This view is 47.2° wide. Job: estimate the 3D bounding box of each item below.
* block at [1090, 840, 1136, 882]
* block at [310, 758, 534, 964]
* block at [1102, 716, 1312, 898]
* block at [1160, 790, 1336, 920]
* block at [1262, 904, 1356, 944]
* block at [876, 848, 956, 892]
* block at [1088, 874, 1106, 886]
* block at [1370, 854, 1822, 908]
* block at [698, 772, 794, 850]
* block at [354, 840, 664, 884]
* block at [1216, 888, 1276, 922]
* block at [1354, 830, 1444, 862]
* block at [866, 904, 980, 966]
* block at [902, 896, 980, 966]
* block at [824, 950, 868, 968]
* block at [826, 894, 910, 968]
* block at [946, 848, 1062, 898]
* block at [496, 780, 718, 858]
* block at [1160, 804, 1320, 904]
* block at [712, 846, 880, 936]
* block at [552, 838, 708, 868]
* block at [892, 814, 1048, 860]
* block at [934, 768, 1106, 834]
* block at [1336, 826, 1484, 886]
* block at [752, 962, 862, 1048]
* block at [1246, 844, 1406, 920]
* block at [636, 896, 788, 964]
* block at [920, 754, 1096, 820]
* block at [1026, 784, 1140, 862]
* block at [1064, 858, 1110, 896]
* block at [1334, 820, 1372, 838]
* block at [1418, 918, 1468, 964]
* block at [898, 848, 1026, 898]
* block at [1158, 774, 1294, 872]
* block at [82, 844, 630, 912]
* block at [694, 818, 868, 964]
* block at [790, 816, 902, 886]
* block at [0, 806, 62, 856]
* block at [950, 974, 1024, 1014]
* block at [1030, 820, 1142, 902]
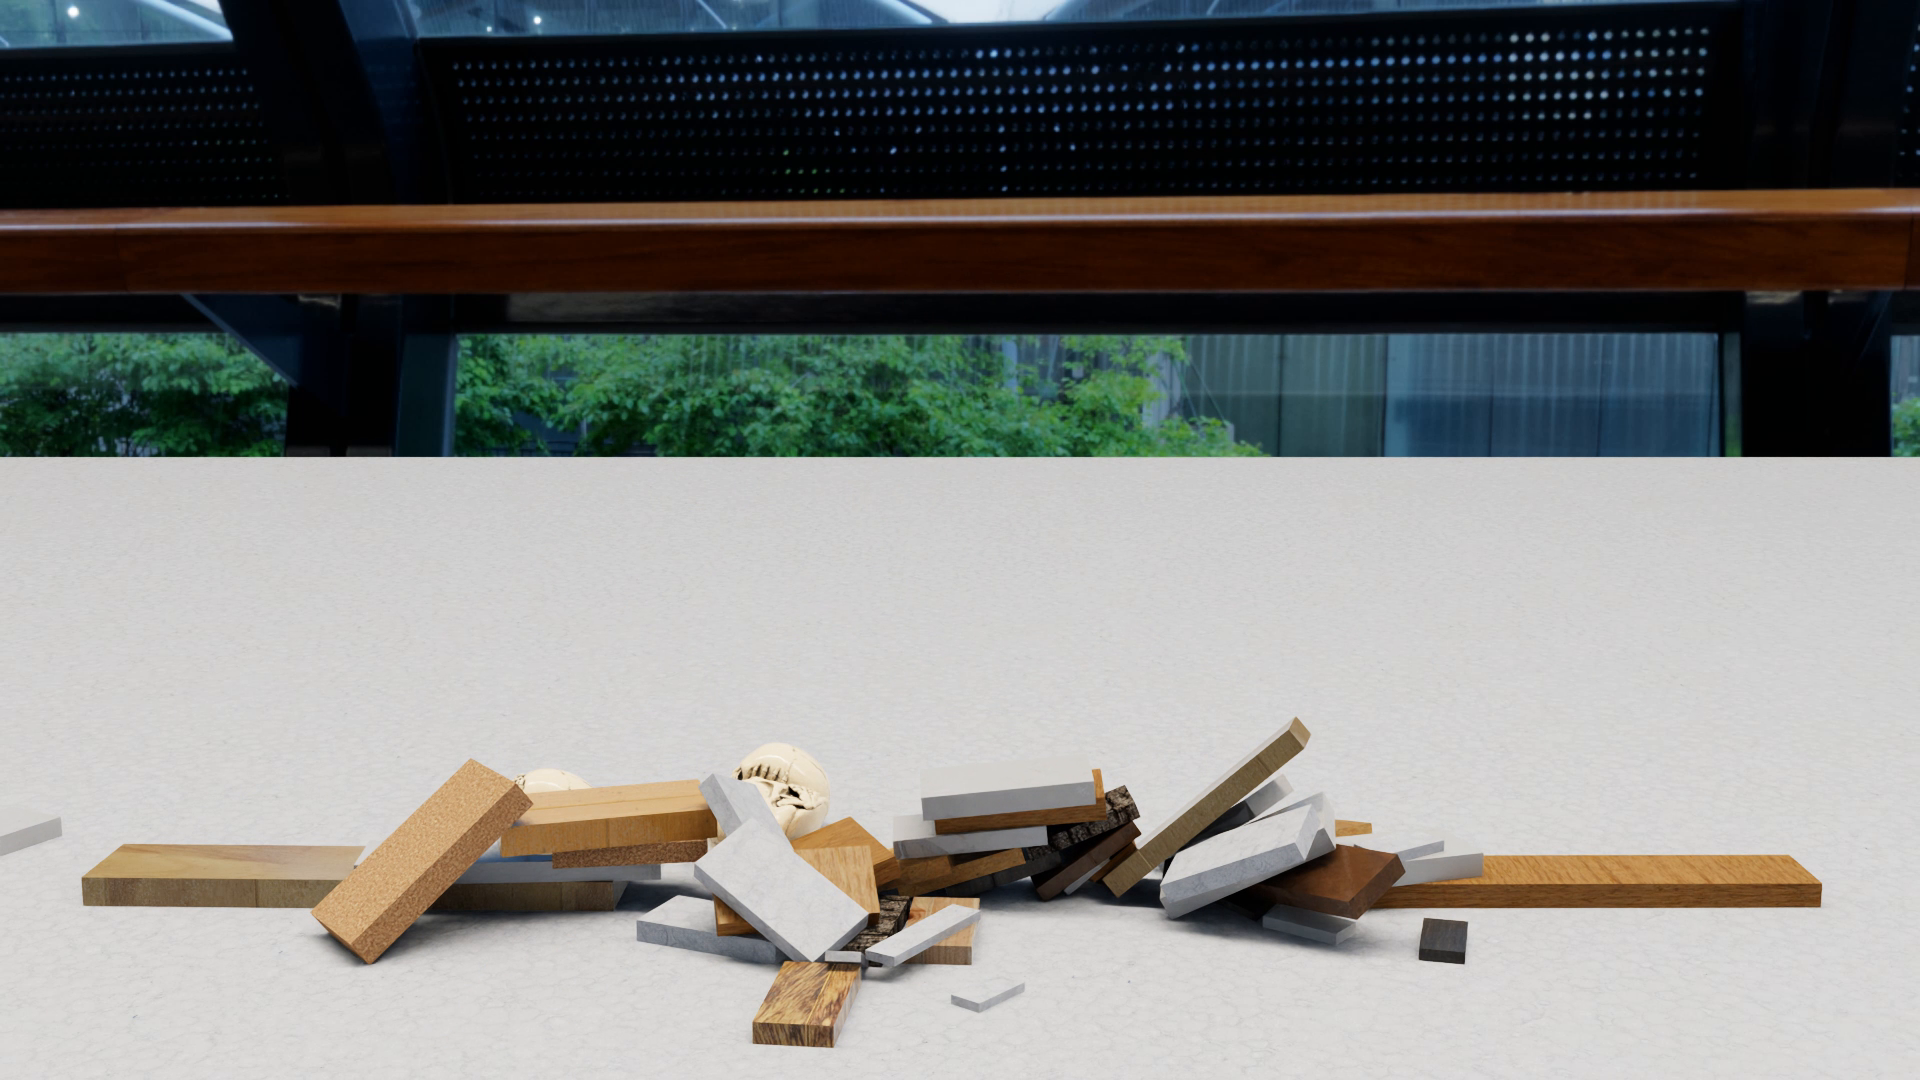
[{"bbox_3d":[0.253,0.530,3.672,0.092,0.013,0.046,-40,12,7],"label":"block"},{"bbox_3d":[-0.850,0.502,3.473,0.346,0.049,0.173,-46,32,-21],"label":"block"},{"bbox_3d":[0.408,0.440,3.631,0.398,0.040,0.140,-41,-5,13],"label":"block"},{"bbox_3d":[0.468,0.512,3.573,0.292,0.041,0.146,-26,11,15],"label":"block"},{"bbox_3d":[0.556,0.612,3.500,0.131,0.019,0.066,8,13,37],"label":"block"},{"bbox_3d":[-0.116,0.545,3.648,0.214,0.030,0.107,-15,12,7],"label":"block"},{"bbox_3d":[0.220,0.554,3.737,0.013,0.046,0.092,-8,13,-44],"label":"block"},{"bbox_3d":[0.993,0.569,3.669,0.834,0.041,0.146,0,11,0],"label":"block"},{"bbox_3d":[-0.321,0.494,3.563,0.250,0.035,0.125,55,14,29],"label":"block"},{"bbox_3d":[-0.737,0.529,3.633,0.493,0.035,0.124,-1,11,-3],"label":"block"},{"bbox_3d":[0.455,0.576,3.597,0.066,0.019,0.131,-35,34,-29],"label":"block"},{"bbox_3d":[0.722,0.506,3.617,0.139,0.020,0.069,-7,13,-34],"label":"block"},{"bbox_3d":[-0.055,0.606,3.378,0.053,0.015,0.238,7,13,33],"label":"block"},{"bbox_3d":[-0.029,0.614,3.459,0.107,0.030,0.214,1,11,4],"label":"block"},{"bbox_3d":[-0.169,0.629,3.293,0.053,0.015,0.106,1,-16,4],"label":"block"},{"bbox_3d":[-0.157,0.612,3.462,0.115,0.033,0.230,2,11,9],"label":"block"},{"bbox_3d":[0.067,0.547,3.679,0.195,0.028,0.098,-17,12,-4],"label":"block"},{"bbox_3d":[-0.586,0.454,3.610,0.347,0.049,0.173,-3,11,-17],"label":"block"},{"bbox_3d":[0.445,0.498,3.491,0.244,0.035,0.122,-23,12,29],"label":"block"},{"bbox_3d":[-0.258,0.546,3.428,0.250,0.035,0.125,-2,48,-12],"label":"block"},{"bbox_3d":[-0.541,0.497,3.611,0.248,0.035,0.124,-2,11,-9],"label":"block"},{"bbox_3d":[0.015,0.481,3.640,0.251,0.033,0.115,-6,13,0],"label":"block"},{"bbox_3d":[0.099,0.433,3.649,0.280,0.040,0.140,-5,13,2],"label":"block"},{"bbox_3d":[0.702,0.530,3.650,0.292,0.041,0.146,-3,11,-17],"label":"block"},{"bbox_3d":[-0.218,0.667,3.166,0.115,0.033,0.230,1,11,7],"label":"block"},{"bbox_3d":[0.575,0.533,3.485,0.122,0.035,0.244,-37,20,-28],"label":"block"},{"bbox_3d":[-0.369,0.611,3.457,0.248,0.035,0.124,5,11,24],"label":"block"},{"bbox_3d":[0.077,0.404,3.607,0.280,0.040,0.140,-6,13,0],"label":"block"},{"bbox_3d":[0.198,0.472,3.668,0.195,0.028,0.098,-22,12,-1],"label":"block"},{"bbox_3d":[0.209,0.552,3.673,0.092,0.013,0.046,-41,12,5],"label":"block"},{"bbox_3d":[0.581,0.527,3.842,0.253,0.036,0.126,-6,0,-28],"label":"block"},{"bbox_3d":[0.754,0.625,3.429,0.069,0.020,0.139,3,11,14],"label":"block"},{"bbox_3d":[-0.001,0.538,3.670,0.214,0.030,0.107,-17,12,1],"label":"block"},{"bbox_3d":[0.445,0.482,3.738,0.122,0.035,0.244,-24,-12,-47],"label":"block"},{"bbox_3d":[-1.000,0.563,3.679,0.875,0.049,0.173,0,11,2],"label":"block"},{"bbox_3d":[-0.275,0.544,3.375,0.250,0.035,0.125,35,51,23],"label":"block"},{"bbox_3d":[-0.199,0.532,3.659,0.126,0.036,0.282,-21,12,-14],"label":"block"},{"bbox_3d":[-1.737,0.531,3.888,0.126,0.036,0.253,6,12,28],"label":"block"},{"bbox_3d":[0.041,0.665,3.226,0.053,0.015,0.106,9,14,39],"label":"block"},{"bbox_3d":[0.207,0.522,3.672,0.195,0.028,0.098,-35,13,0],"label":"block"}]
